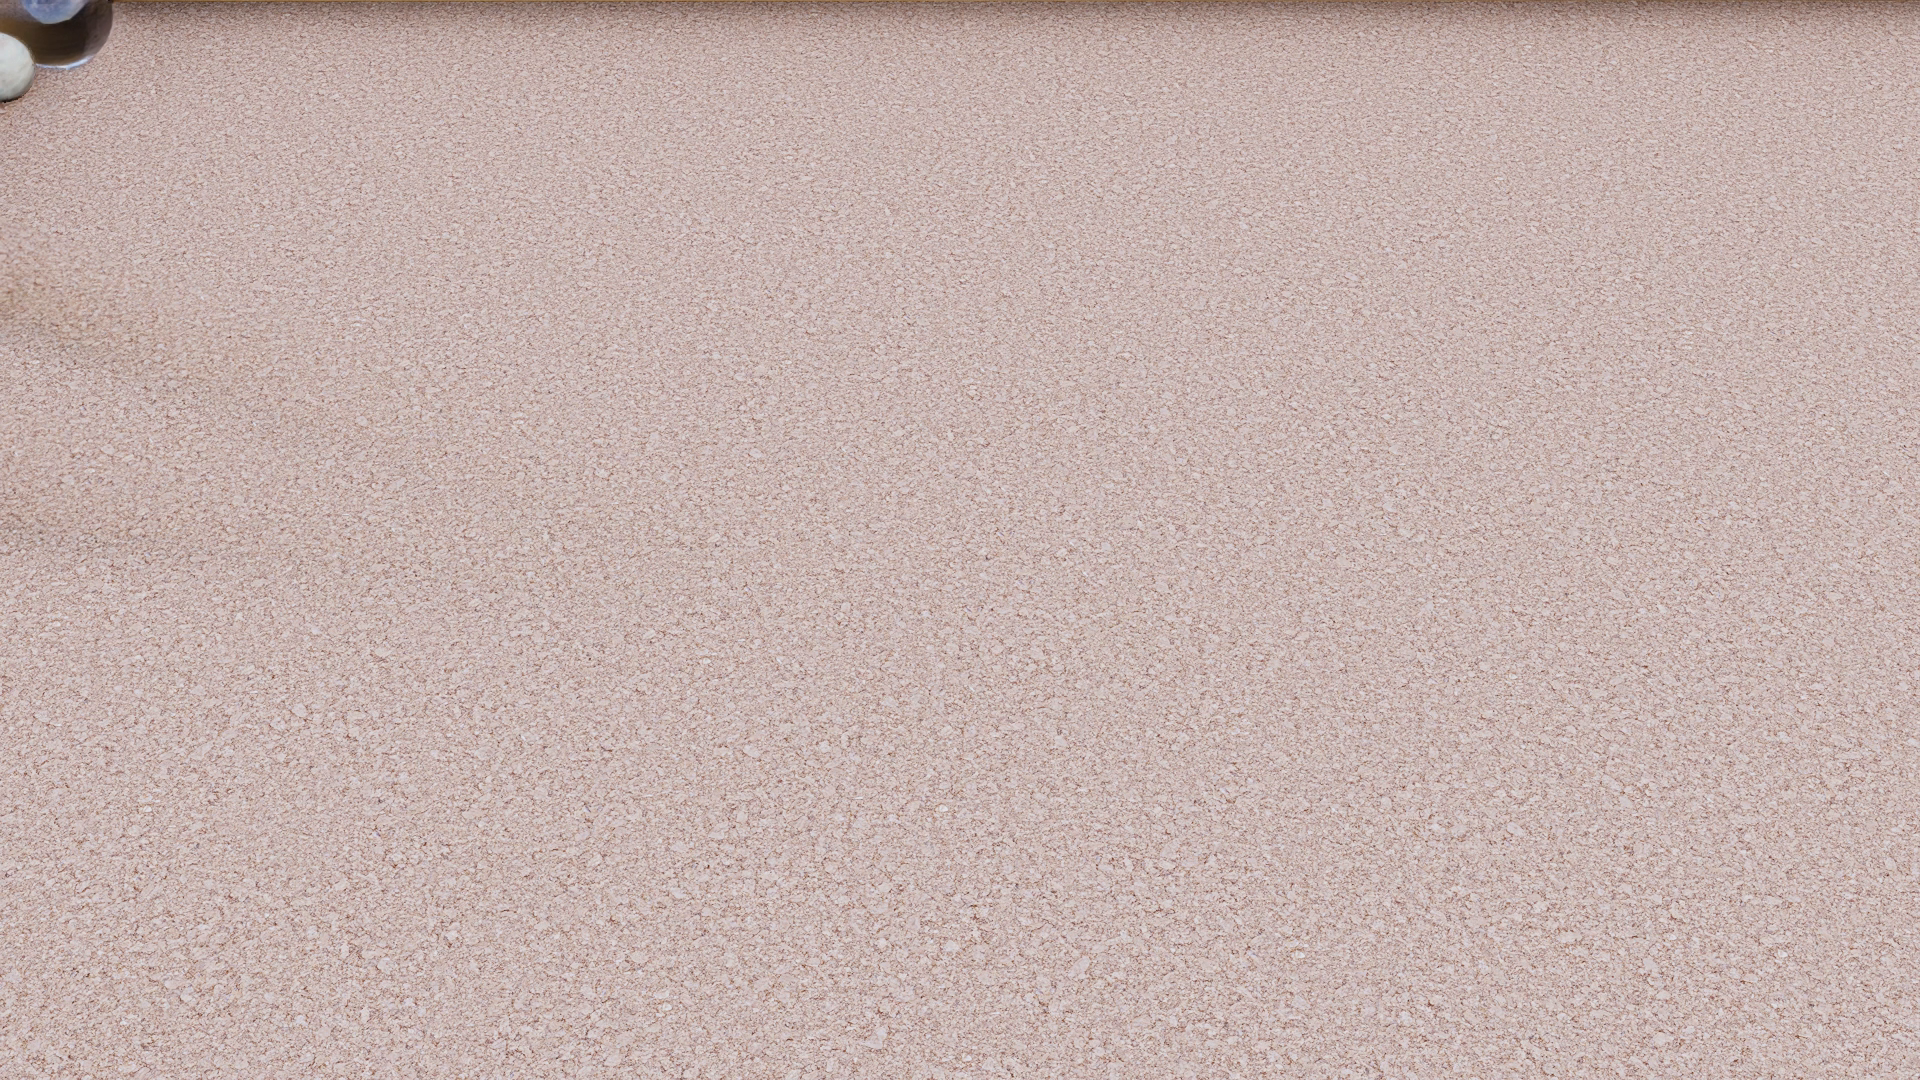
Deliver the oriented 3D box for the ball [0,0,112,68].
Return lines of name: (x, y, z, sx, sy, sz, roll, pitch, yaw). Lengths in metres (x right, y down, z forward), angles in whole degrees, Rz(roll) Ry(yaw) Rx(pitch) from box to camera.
ball: (-0.803, -0.468, 2.276, 0.098, 0.098, 0.098, 0, 36, 0)

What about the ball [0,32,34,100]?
ball: (-0.838, -0.412, 2.233, 0.059, 0.059, 0.059, 0, 36, 0)

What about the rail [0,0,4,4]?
rail: (-0.875, -0.021, 1.633, 0.045, 0.128, 1.838, 0, 36, 0)
